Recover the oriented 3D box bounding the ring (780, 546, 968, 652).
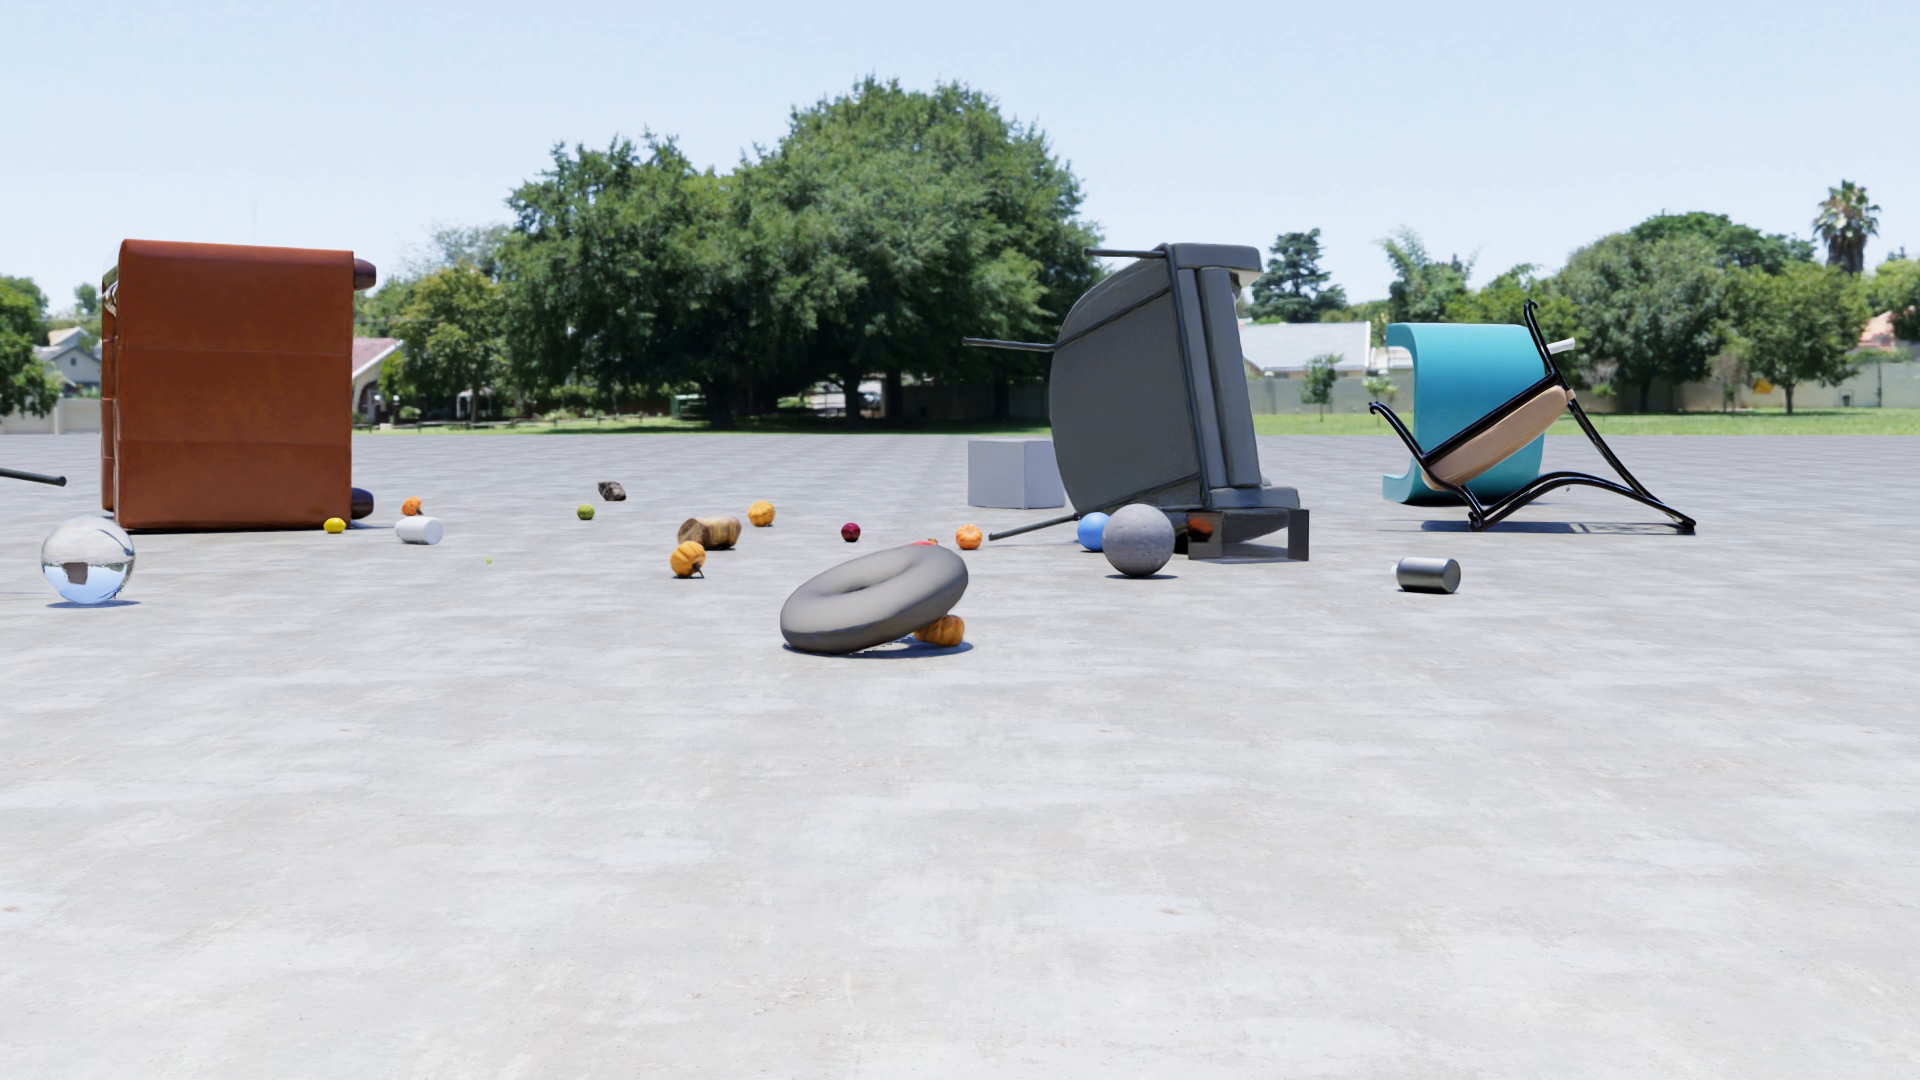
[{"bbox_3d":[-0.151,0.101,3.836,0.343,0.097,0.381,-19,13,-4],"label":"ring"}]

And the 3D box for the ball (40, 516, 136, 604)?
[{"bbox_3d":[-1.819,0.041,4.590,0.186,0.186,0.186,0,4,0],"label":"ball"}]

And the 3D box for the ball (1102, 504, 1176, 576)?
[{"bbox_3d":[0.427,0.000,5.257,0.176,0.176,0.176,0,4,0],"label":"ball"}]

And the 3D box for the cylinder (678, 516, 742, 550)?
[{"bbox_3d":[-0.701,-0.018,6.156,0.137,0.081,0.120,-3,-21,-41],"label":"cylinder"}]

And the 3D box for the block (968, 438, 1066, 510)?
[{"bbox_3d":[0.215,-0.252,8.368,0.223,0.255,0.303,-4,6,-44],"label":"block"}]

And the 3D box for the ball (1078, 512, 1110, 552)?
[{"bbox_3d":[0.378,-0.022,6.076,0.109,0.109,0.109,0,4,0],"label":"ball"}]

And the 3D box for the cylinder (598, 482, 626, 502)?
[{"bbox_3d":[-1.399,-0.196,8.841,0.061,0.062,0.116,-4,33,-46],"label":"cylinder"}]

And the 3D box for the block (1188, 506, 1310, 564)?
[{"bbox_3d":[0.755,-0.014,5.756,0.262,0.136,0.174,-2,4,-24],"label":"block"}]
